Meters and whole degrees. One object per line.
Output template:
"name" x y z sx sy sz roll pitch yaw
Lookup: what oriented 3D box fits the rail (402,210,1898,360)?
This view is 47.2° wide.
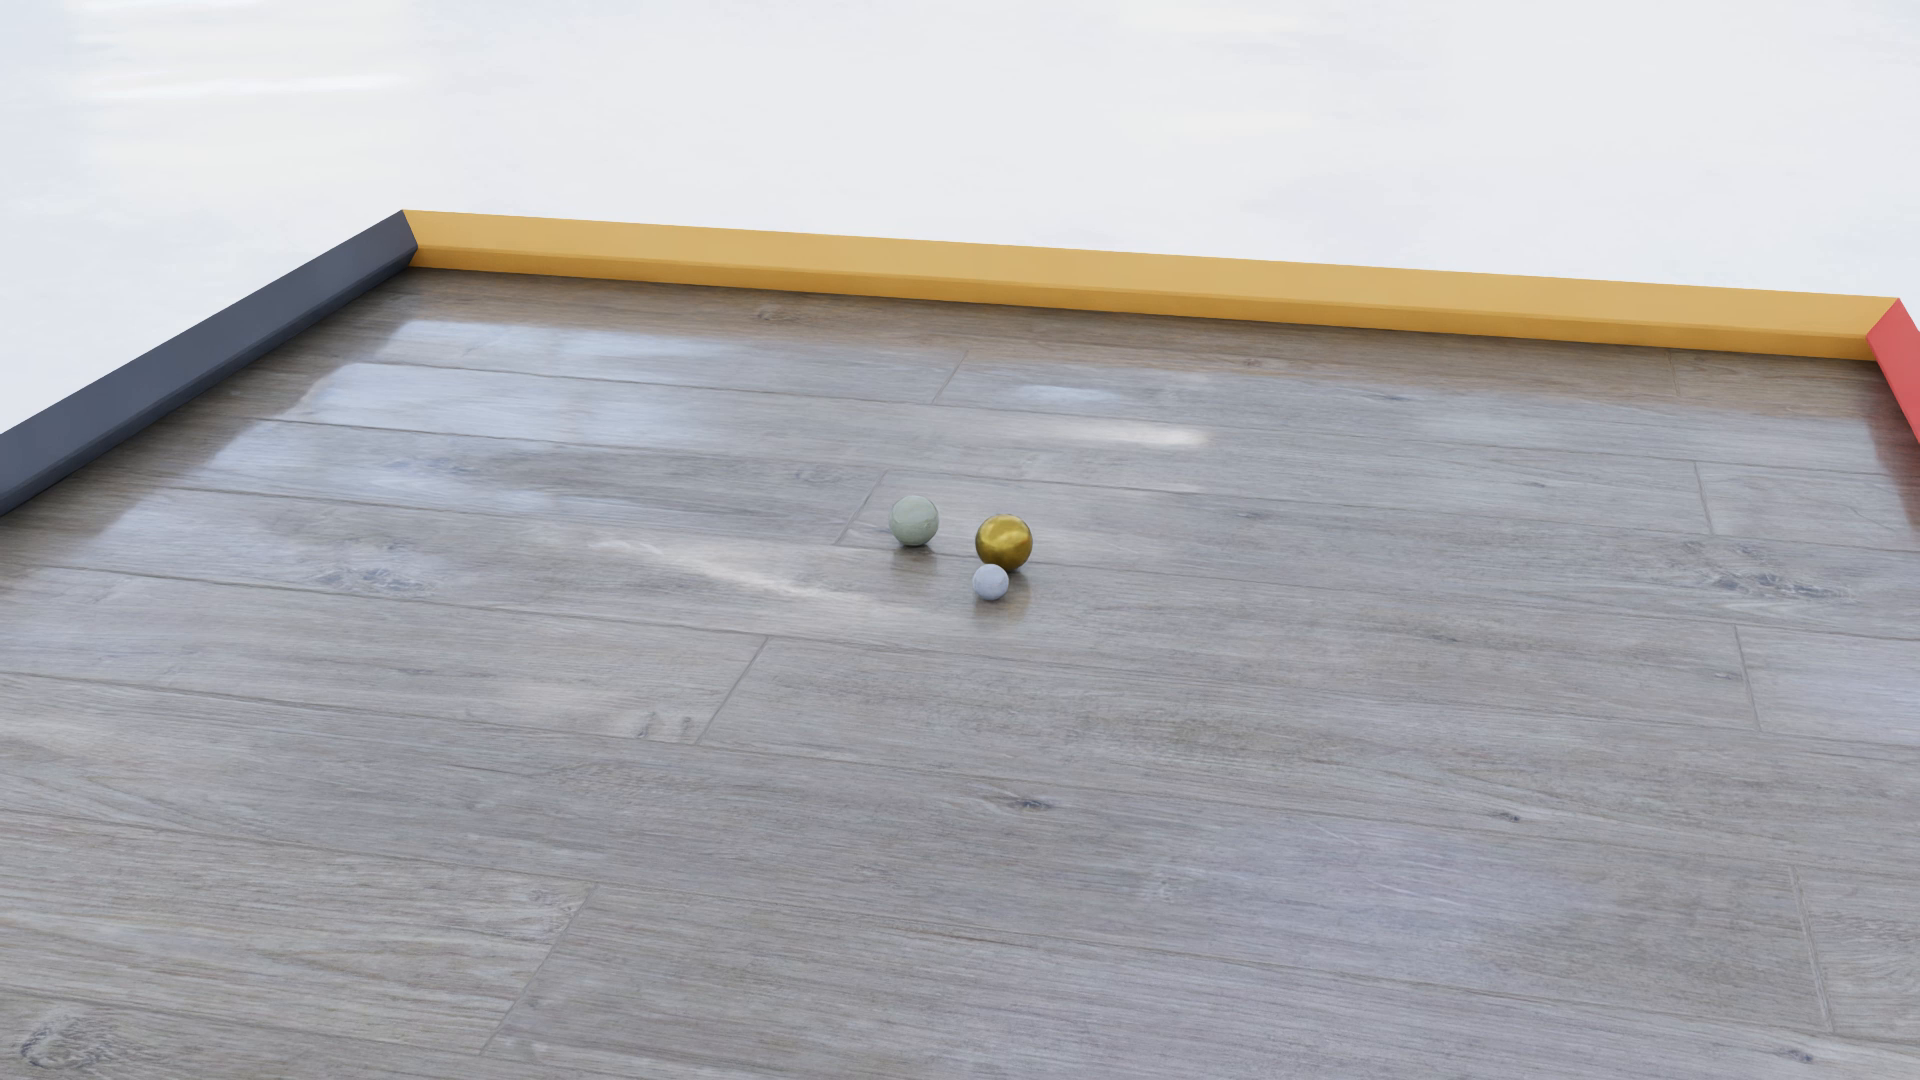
"rail" 0.209 -0.391 3.363 2.309 0.094 0.045 5 24 11

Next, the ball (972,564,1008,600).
"ball" 0.033 0.046 2.410 0.040 0.040 0.040 0 23 0

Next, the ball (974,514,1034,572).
"ball" 0.050 0.003 2.479 0.066 0.066 0.066 0 23 0

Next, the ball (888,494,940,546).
"ball" -0.053 -0.023 2.546 0.059 0.059 0.059 0 23 0

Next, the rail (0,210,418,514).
"rail" -1.318 0.267 1.822 0.045 0.094 3.978 5 24 11

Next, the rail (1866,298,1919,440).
"rail" 0.890 0.458 1.374 0.045 0.094 3.978 5 24 11
